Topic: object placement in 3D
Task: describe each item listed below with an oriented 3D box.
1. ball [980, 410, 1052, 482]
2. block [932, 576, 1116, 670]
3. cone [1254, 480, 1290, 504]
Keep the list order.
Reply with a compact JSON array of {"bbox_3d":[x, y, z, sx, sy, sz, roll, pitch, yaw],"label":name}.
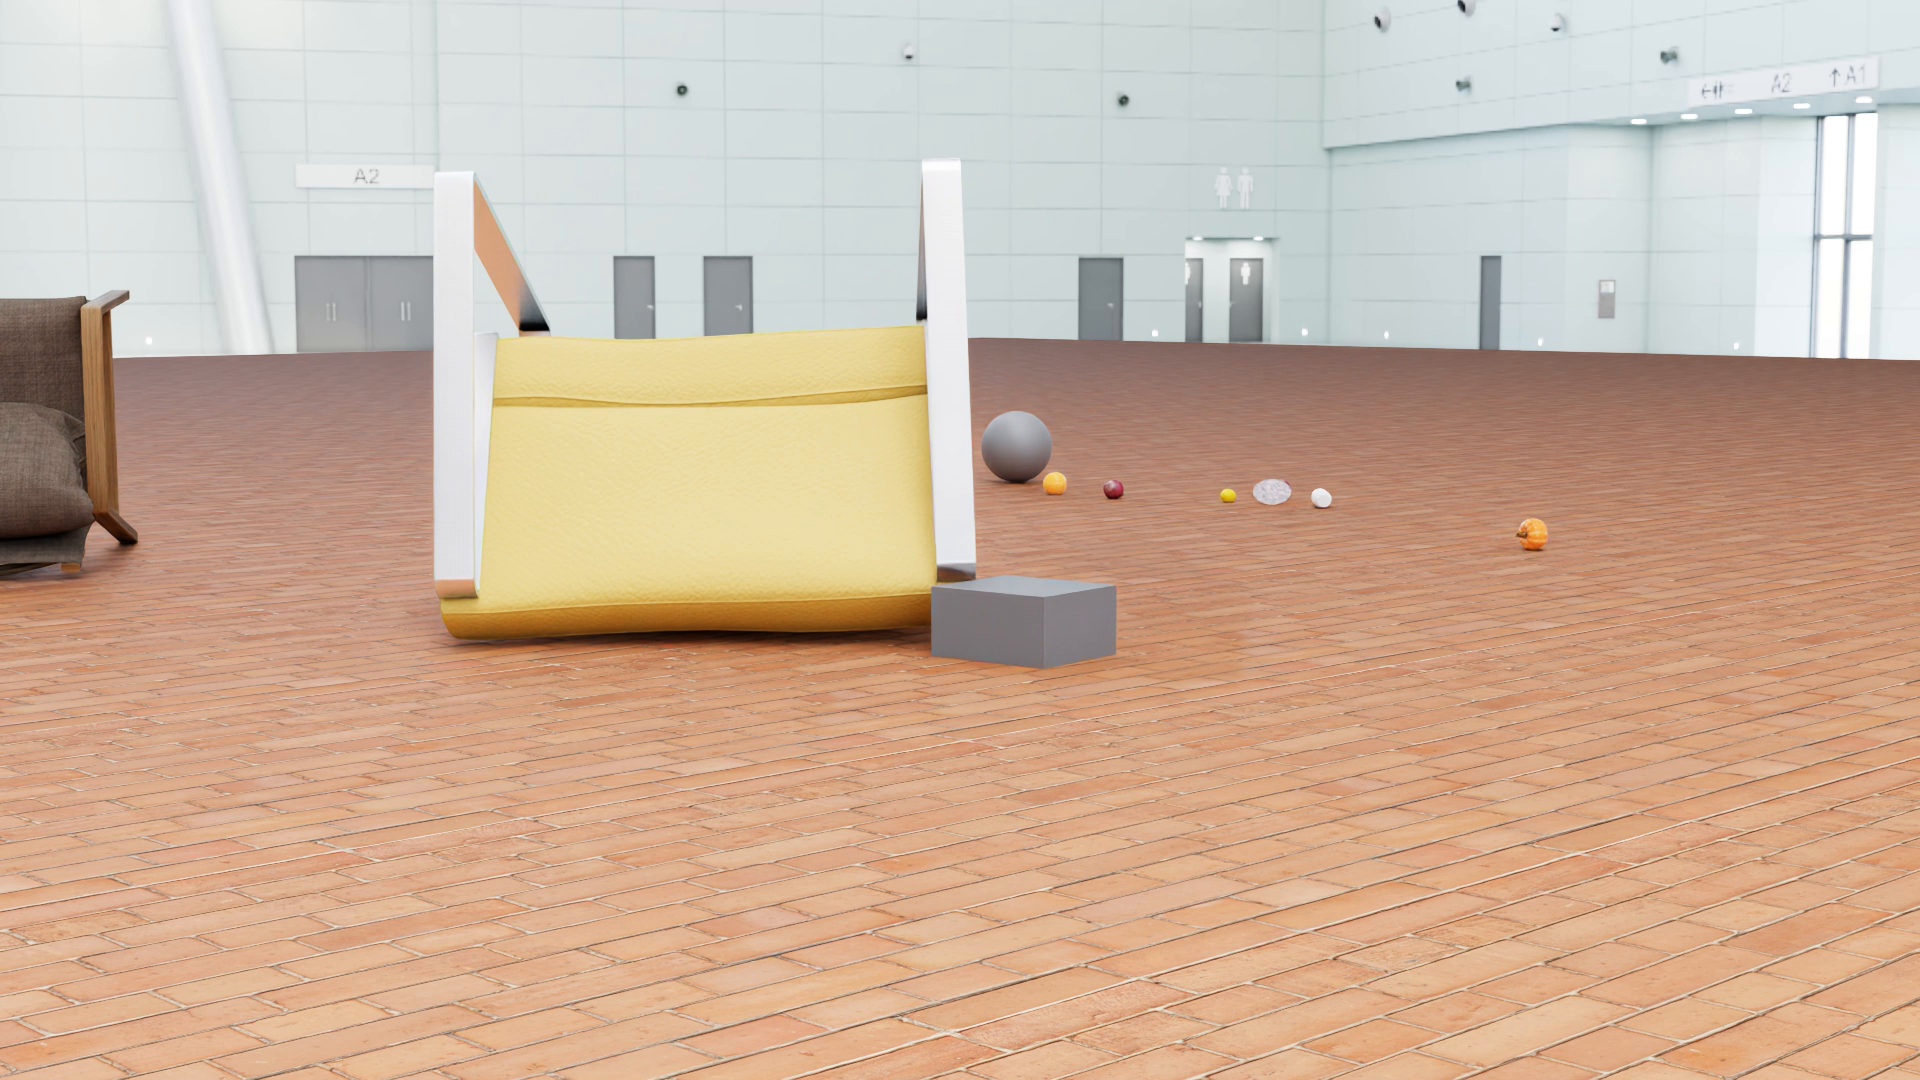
[{"bbox_3d":[0.181,-0.298,8.194,0.228,0.228,0.228,0,6,0],"label":"ball"},{"bbox_3d":[0.111,0.140,4.456,0.241,0.122,0.214,5,7,38],"label":"block"},{"bbox_3d":[0.900,-0.126,7.464,0.110,0.076,0.091,-1,-17,-3],"label":"cone"}]
